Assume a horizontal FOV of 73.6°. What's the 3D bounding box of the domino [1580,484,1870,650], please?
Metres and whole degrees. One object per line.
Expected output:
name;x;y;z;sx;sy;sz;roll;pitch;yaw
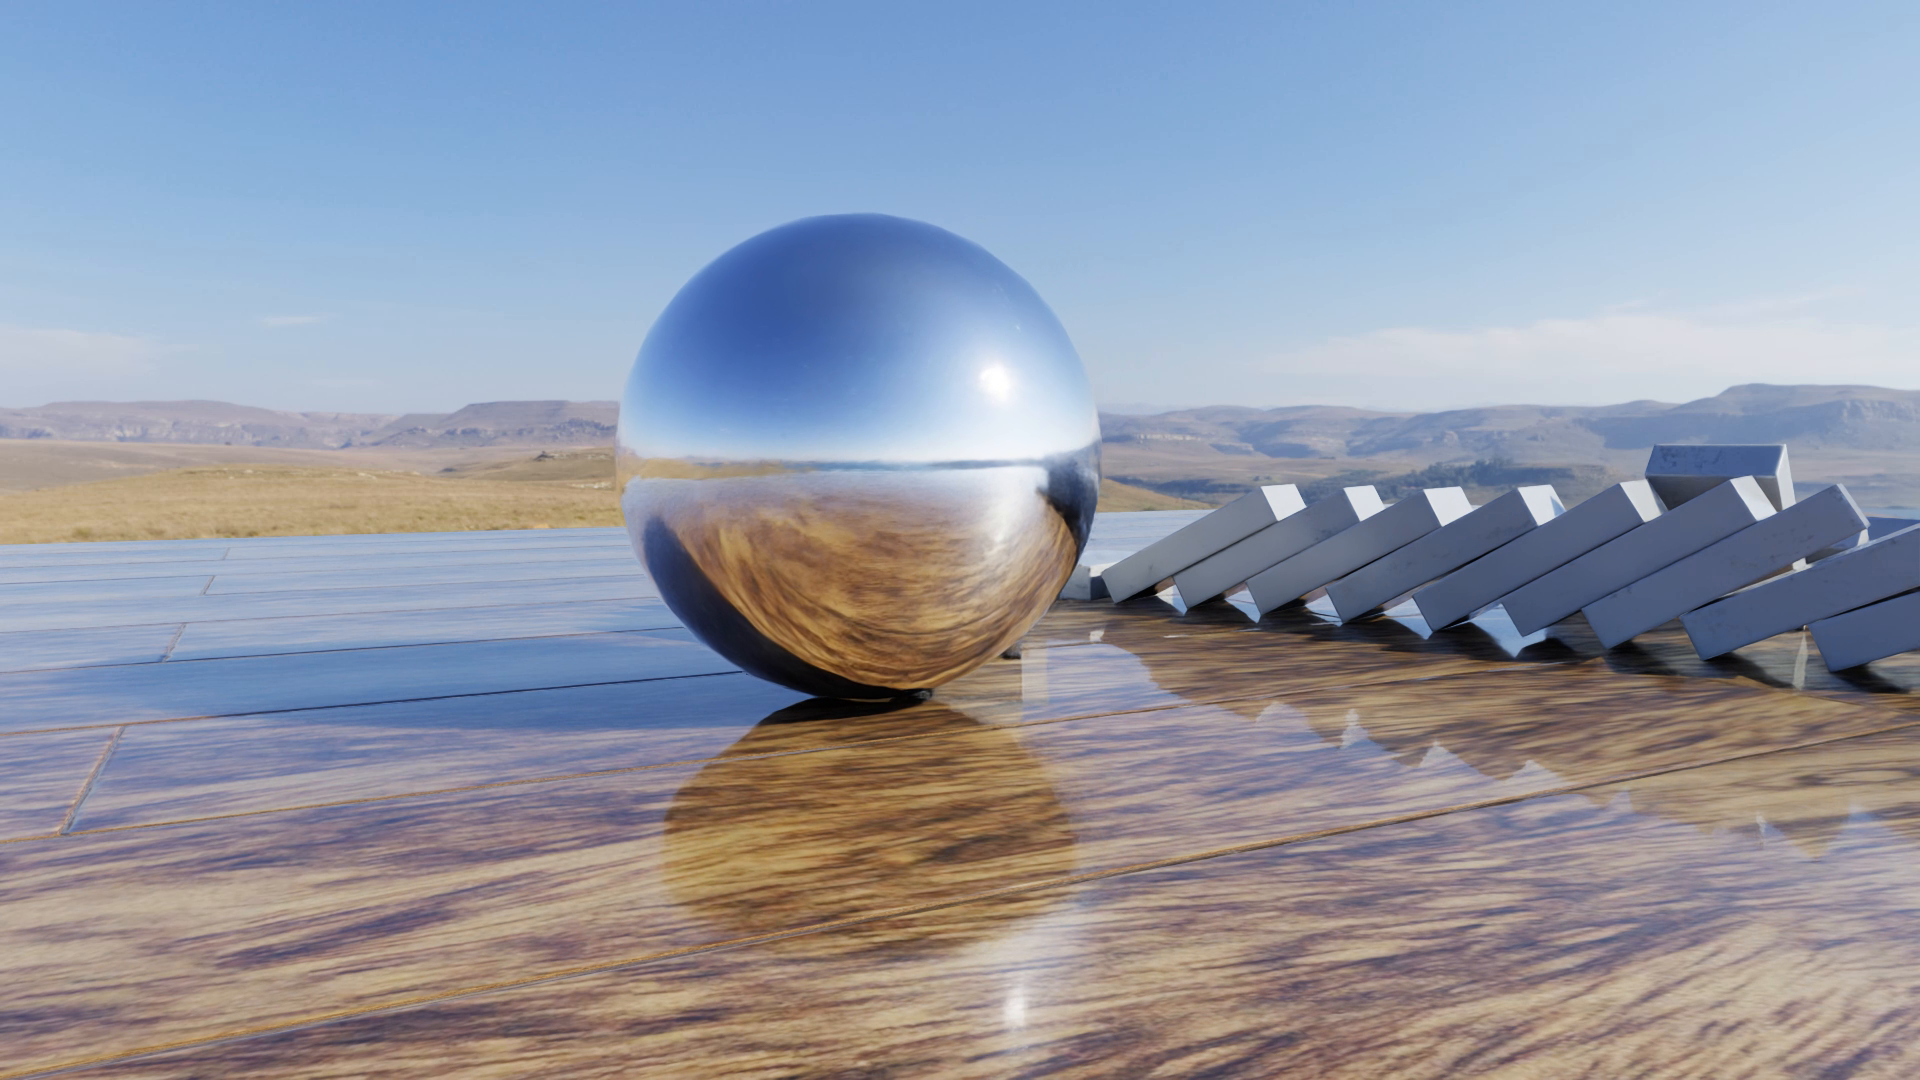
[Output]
domino;0.154;0.006;0.259;0.050;0.009;0.025;-36;-18;32

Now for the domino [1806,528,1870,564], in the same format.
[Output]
domino;0.206;0.005;0.334;0.050;0.010;0.025;5;-38;47

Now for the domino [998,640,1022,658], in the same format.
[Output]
domino;0.000;0.000;0.267;0.025;0.050;0.009;0;-36;1

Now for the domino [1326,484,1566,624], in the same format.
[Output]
domino;0.114;0.003;0.300;0.050;0.010;0.025;-34;-18;37

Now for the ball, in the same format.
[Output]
ball;-0.016;-0.014;0.214;0.080;0.080;0.080;0;4;0

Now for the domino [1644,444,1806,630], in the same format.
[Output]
domino;0.173;0.000;0.289;0.025;0.050;0.009;4;50;43

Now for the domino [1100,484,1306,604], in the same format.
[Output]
domino;0.065;0.001;0.339;0.050;0.009;0.025;-31;-13;31

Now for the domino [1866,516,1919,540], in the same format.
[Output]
domino;0.237;0.006;0.320;0.025;0.009;0.050;44;-4;-11

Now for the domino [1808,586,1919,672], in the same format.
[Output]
domino;0.186;0.010;0.234;0.050;0.010;0.025;-27;-14;36

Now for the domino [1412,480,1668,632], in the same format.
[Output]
domino;0.129;0.004;0.285;0.025;0.010;0.050;-6;-25;-50

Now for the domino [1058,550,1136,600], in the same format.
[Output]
domino;0.040;0.010;0.375;0.025;0.010;0.050;3;5;35

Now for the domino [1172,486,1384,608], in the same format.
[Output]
domino;0.082;0.002;0.329;0.050;0.010;0.025;-31;-13;31

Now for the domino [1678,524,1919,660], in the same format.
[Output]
domino;0.169;0.008;0.247;0.050;0.010;0.025;-31;-15;36

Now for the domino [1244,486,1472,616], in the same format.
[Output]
domino;0.098;0.003;0.314;0.050;0.010;0.025;-33;-17;36

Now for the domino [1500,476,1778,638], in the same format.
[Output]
domino;0.143;0.004;0.271;0.050;0.010;0.025;-37;-19;36
